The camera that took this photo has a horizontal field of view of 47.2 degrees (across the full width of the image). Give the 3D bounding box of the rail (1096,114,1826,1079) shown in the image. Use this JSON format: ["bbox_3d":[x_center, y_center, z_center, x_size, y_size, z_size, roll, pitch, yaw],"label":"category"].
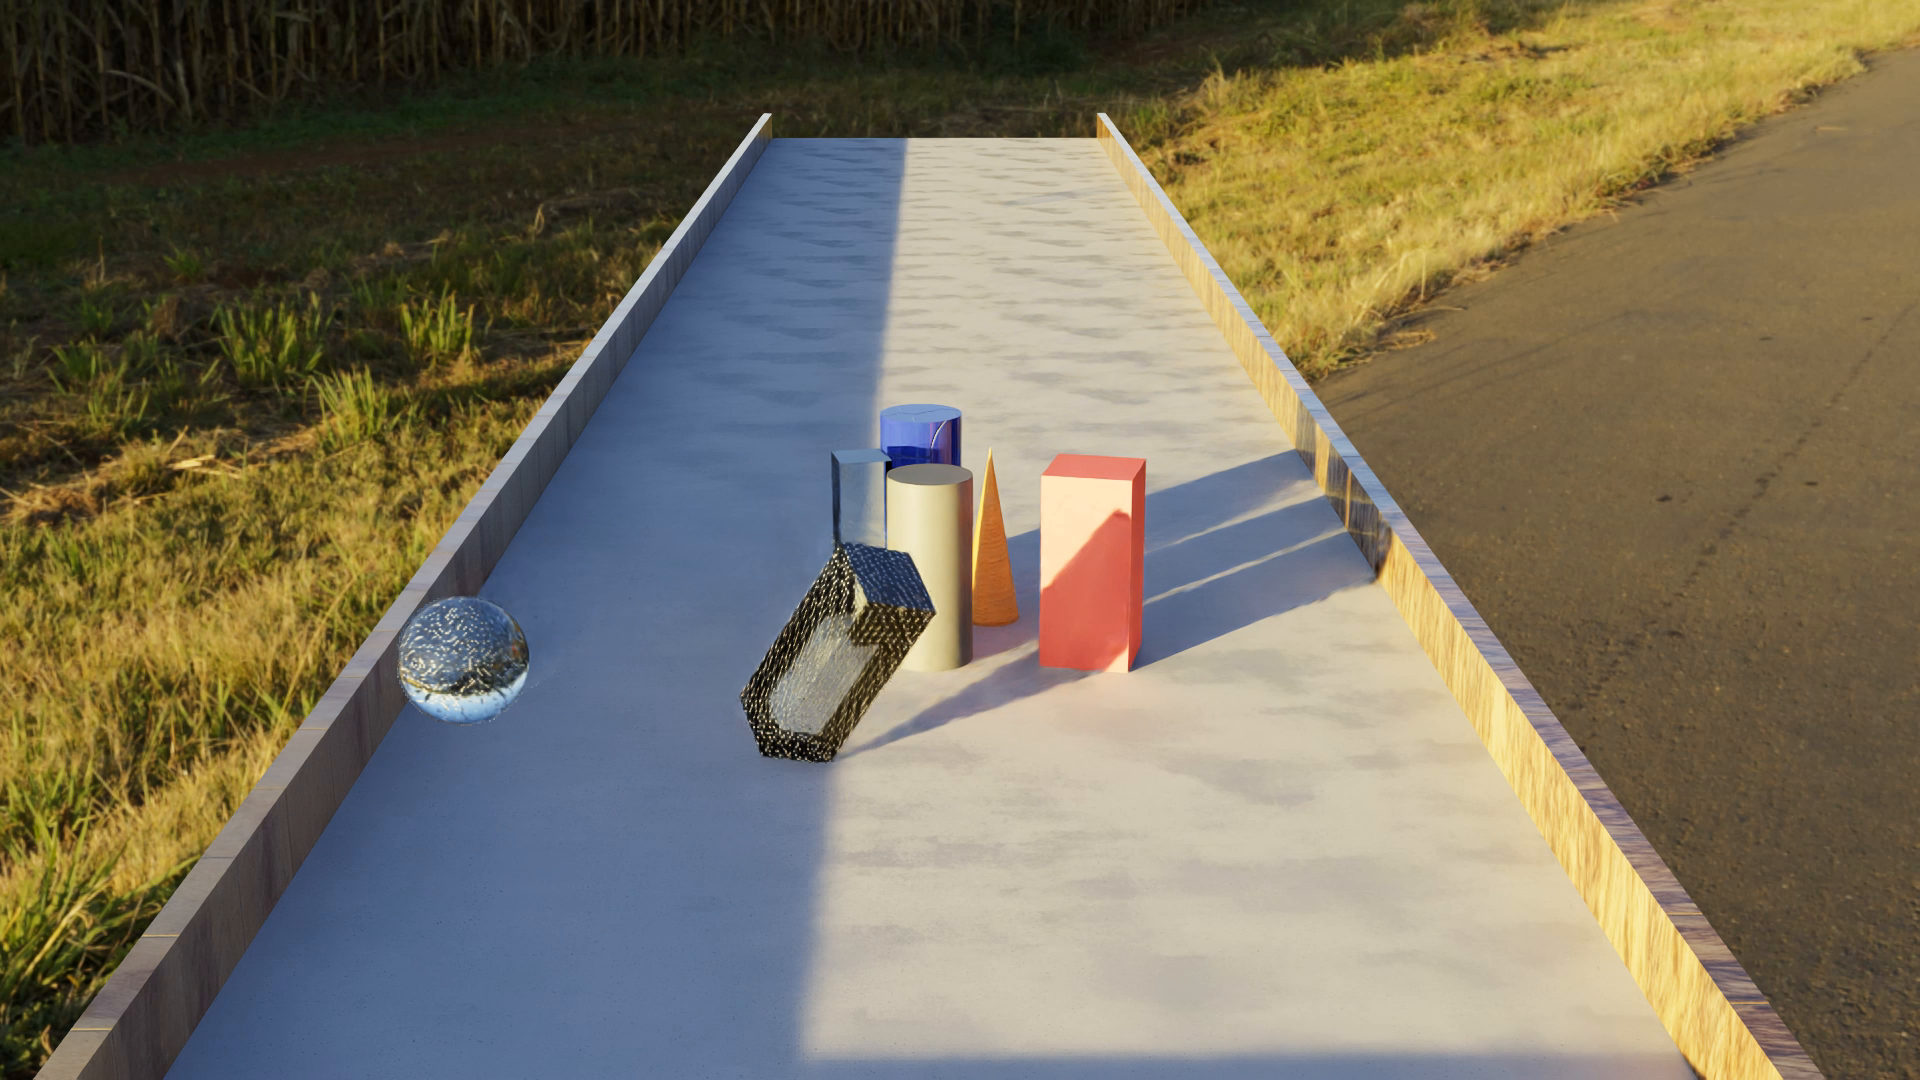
[{"bbox_3d":[0.932,-0.844,7.801,0.050,0.150,12.000,0,17,-1],"label":"rail"}]

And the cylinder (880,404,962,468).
[{"bbox_3d":[-0.085,-0.092,4.857,0.179,0.387,0.179,0,17,0],"label":"cylinder"}]

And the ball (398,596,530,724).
[{"bbox_3d":[-0.873,0.211,3.871,0.226,0.226,0.226,0,17,0],"label":"ball"}]

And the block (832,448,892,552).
[{"bbox_3d":[-0.207,-0.011,4.658,0.109,0.345,0.109,-4,17,-12],"label":"block"}]

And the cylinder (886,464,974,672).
[{"bbox_3d":[-0.059,0.054,4.377,0.170,0.381,0.170,0,17,0],"label":"cylinder"}]

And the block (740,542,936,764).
[{"bbox_3d":[-0.215,0.199,3.801,0.142,0.389,0.142,10,39,-36],"label":"block"}]

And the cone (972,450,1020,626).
[{"bbox_3d":[0.063,-0.016,4.621,0.127,0.376,0.127,0,17,0],"label":"cone"}]

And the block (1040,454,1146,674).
[{"bbox_3d":[0.265,0.044,4.389,0.178,0.393,0.178,4,17,13],"label":"block"}]

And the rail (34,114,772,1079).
[{"bbox_3d":[-1.118,-0.838,7.780,0.050,0.150,12.000,0,17,-1],"label":"rail"}]
